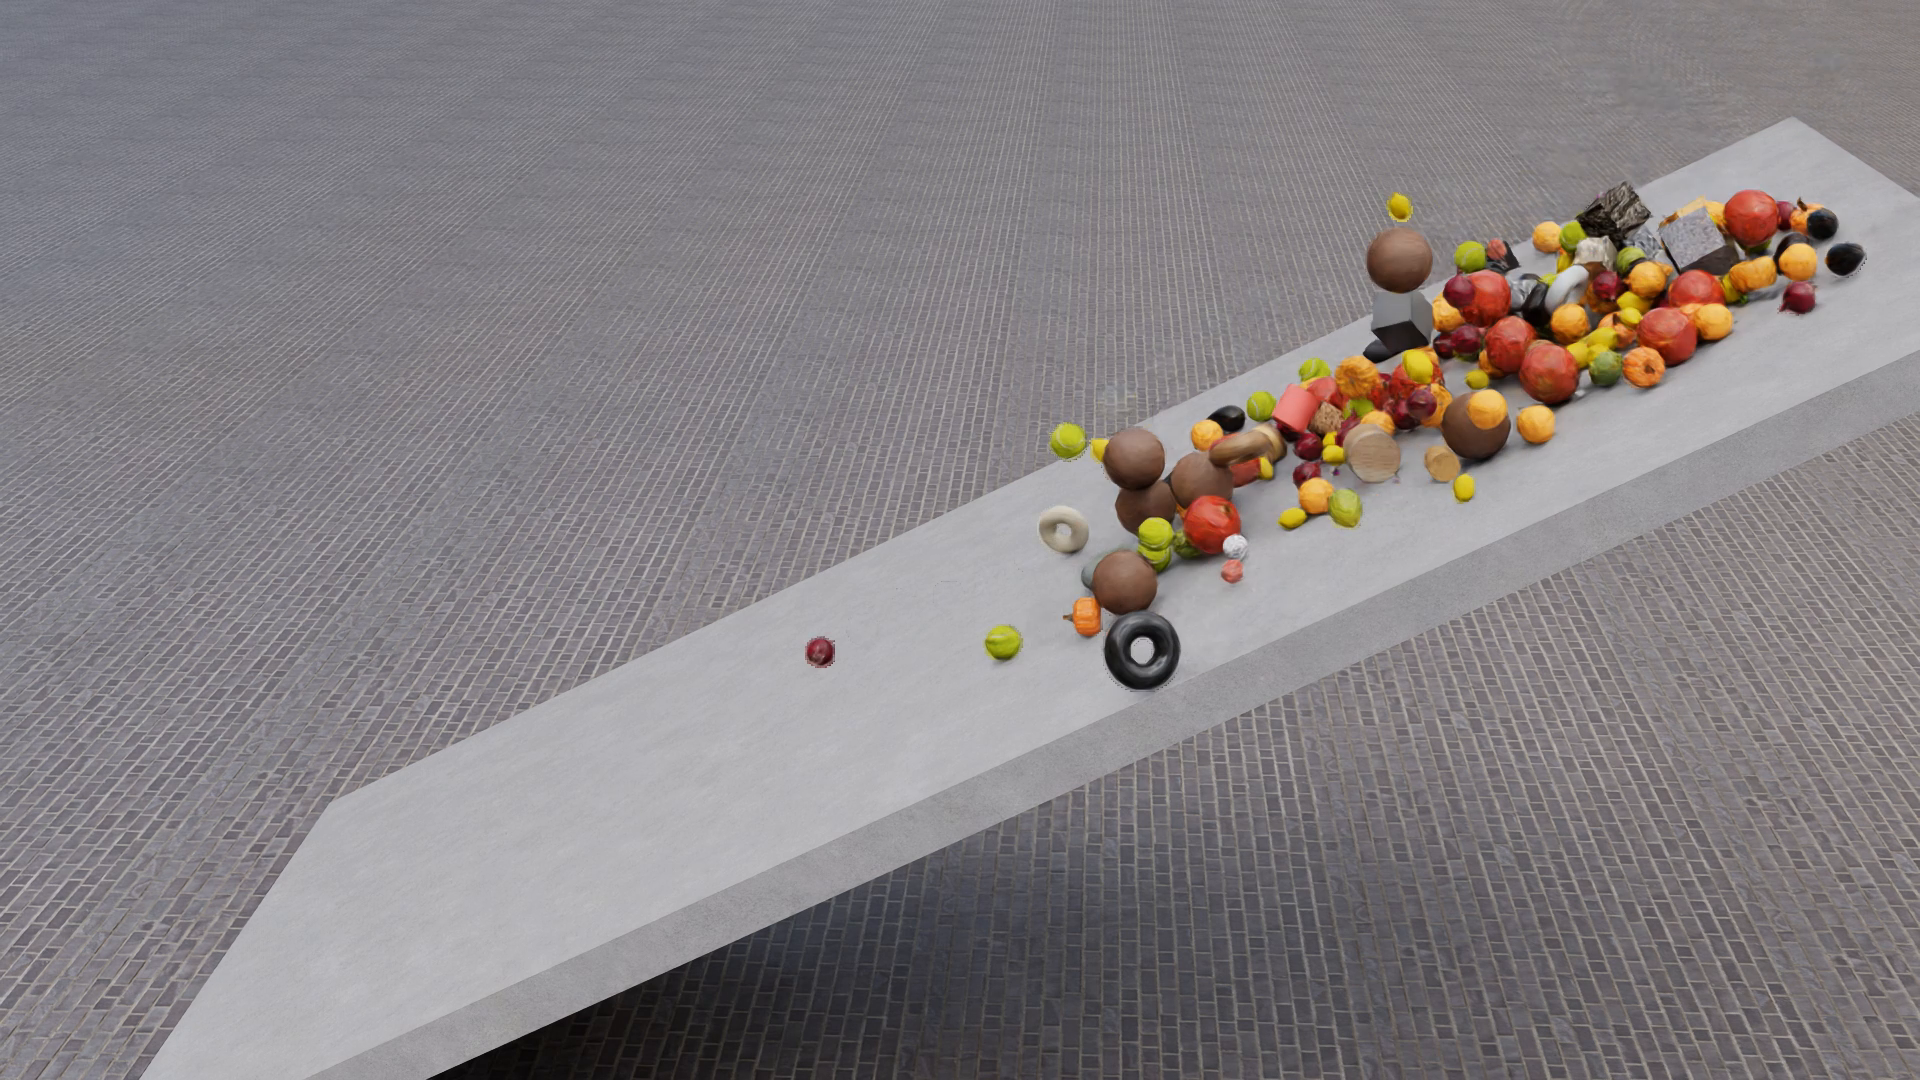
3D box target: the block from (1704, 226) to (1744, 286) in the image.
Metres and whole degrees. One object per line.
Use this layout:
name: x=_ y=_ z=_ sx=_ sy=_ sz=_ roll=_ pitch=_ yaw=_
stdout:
block: x=1.535 y=-0.576 z=5.961 sx=0.081 sy=0.081 sz=0.081 roll=-21 pitch=14 yaw=18

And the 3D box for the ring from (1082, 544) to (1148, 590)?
ring: x=0.318 y=0.055 z=6.036 sx=0.147 sy=0.049 sz=0.147 roll=-25 pitch=14 yaw=7

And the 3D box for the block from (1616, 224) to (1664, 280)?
block: x=1.377 y=-0.593 z=6.026 sx=0.073 sy=0.073 sz=0.073 roll=-39 pitch=4 yaw=-26

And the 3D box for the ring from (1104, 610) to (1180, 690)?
ring: x=0.325 y=0.197 z=5.254 sx=0.143 sy=0.143 sz=0.048 roll=-5 pitch=2 yaw=-17

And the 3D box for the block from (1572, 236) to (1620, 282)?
block: x=1.290 y=-0.569 z=5.960 sx=0.063 sy=0.063 sz=0.063 roll=-3 pitch=56 yaw=38

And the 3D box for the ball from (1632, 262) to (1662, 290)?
ball: x=1.428 y=-0.550 z=6.118 sx=0.062 sy=0.062 sz=0.062 roll=0 pitch=16 yaw=0

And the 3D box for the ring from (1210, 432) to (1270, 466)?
ring: x=0.556 y=-0.180 z=5.839 sx=0.125 sy=0.042 sz=0.125 roll=-16 pitch=-9 yaw=-3

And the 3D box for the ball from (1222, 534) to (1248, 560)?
ball: x=0.539 y=0.015 z=5.754 sx=0.052 sy=0.052 sz=0.052 roll=0 pitch=16 yaw=0

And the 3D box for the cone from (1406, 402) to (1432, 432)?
cone: x=0.929 y=-0.243 z=6.019 sx=0.055 sy=0.055 sz=0.055 roll=35 pitch=-1 yaw=1

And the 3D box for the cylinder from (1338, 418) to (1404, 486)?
cylinder: x=0.813 y=-0.172 z=5.815 sx=0.099 sy=0.099 sz=0.099 roll=-4 pitch=35 yaw=-15

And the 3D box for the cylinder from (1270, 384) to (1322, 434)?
cylinder: x=0.702 y=-0.273 z=6.142 sx=0.078 sy=0.078 sz=0.078 roll=31 pitch=0 yaw=0

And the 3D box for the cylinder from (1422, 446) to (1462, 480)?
cylinder: x=0.918 y=-0.146 z=5.602 sx=0.058 sy=0.058 sz=0.058 roll=-4 pitch=-2 yaw=-13

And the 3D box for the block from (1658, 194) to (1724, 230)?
block: x=1.549 y=-0.667 z=6.233 sx=0.080 sy=0.080 sz=0.080 roll=-32 pitch=-4 yaw=-20

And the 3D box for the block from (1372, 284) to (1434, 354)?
block: x=0.949 y=-0.473 z=6.303 sx=0.094 sy=0.094 sz=0.094 roll=-13 pitch=-37 yaw=34

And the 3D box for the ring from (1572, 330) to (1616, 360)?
ring: x=1.272 y=-0.392 z=5.898 sx=0.091 sy=0.030 sz=0.091 roll=-25 pitch=15 yaw=7

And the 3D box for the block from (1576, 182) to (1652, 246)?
block: x=1.331 y=-0.658 z=5.990 sx=0.089 sy=0.089 sz=0.089 roll=-39 pitch=4 yaw=-26

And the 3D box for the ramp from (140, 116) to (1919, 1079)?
ramp: x=0.138 y=0.168 z=6.281 sx=4.000 sy=0.100 sz=2.000 roll=-25 pitch=14 yaw=10

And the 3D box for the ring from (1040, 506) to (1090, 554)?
ring: x=0.225 y=-0.022 z=6.341 sx=0.113 sy=0.113 sz=0.038 roll=6 pitch=32 yaw=20

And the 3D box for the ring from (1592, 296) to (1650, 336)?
ring: x=1.341 y=-0.451 z=5.959 sx=0.125 sy=0.042 sz=0.125 roll=-26 pitch=18 yaw=9

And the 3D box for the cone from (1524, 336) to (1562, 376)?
cone: x=1.140 y=-0.357 z=5.833 sx=0.079 sy=0.079 sz=0.079 roll=-6 pitch=-4 yaw=-19

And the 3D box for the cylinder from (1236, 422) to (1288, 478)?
cylinder: x=0.635 y=-0.193 z=6.263 sx=0.087 sy=0.087 sz=0.087 roll=-33 pitch=29 yaw=-21

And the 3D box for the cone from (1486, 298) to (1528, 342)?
cone: x=1.160 y=-0.451 z=6.126 sx=0.095 sy=0.095 sz=0.095 roll=-4 pitch=15 yaw=-14

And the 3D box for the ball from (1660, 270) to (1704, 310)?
ball: x=1.439 y=-0.498 z=5.862 sx=0.082 sy=0.082 sz=0.082 roll=0 pitch=16 yaw=0

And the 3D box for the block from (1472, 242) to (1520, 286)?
block: x=1.220 y=-0.630 z=6.696 sx=0.067 sy=0.067 sz=0.067 roll=-35 pitch=-9 yaw=38

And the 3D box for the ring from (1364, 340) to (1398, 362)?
ring: x=0.961 y=-0.434 z=6.646 sx=0.104 sy=0.035 sz=0.104 roll=-26 pitch=15 yaw=7

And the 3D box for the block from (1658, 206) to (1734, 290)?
block: x=1.447 y=-0.573 z=5.780 sx=0.100 sy=0.100 sz=0.100 roll=-28 pitch=-29 yaw=11

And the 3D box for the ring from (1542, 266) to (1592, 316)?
ring: x=1.215 y=-0.498 z=5.891 sx=0.116 sy=0.116 sz=0.039 roll=-14 pitch=54 yaw=-40
